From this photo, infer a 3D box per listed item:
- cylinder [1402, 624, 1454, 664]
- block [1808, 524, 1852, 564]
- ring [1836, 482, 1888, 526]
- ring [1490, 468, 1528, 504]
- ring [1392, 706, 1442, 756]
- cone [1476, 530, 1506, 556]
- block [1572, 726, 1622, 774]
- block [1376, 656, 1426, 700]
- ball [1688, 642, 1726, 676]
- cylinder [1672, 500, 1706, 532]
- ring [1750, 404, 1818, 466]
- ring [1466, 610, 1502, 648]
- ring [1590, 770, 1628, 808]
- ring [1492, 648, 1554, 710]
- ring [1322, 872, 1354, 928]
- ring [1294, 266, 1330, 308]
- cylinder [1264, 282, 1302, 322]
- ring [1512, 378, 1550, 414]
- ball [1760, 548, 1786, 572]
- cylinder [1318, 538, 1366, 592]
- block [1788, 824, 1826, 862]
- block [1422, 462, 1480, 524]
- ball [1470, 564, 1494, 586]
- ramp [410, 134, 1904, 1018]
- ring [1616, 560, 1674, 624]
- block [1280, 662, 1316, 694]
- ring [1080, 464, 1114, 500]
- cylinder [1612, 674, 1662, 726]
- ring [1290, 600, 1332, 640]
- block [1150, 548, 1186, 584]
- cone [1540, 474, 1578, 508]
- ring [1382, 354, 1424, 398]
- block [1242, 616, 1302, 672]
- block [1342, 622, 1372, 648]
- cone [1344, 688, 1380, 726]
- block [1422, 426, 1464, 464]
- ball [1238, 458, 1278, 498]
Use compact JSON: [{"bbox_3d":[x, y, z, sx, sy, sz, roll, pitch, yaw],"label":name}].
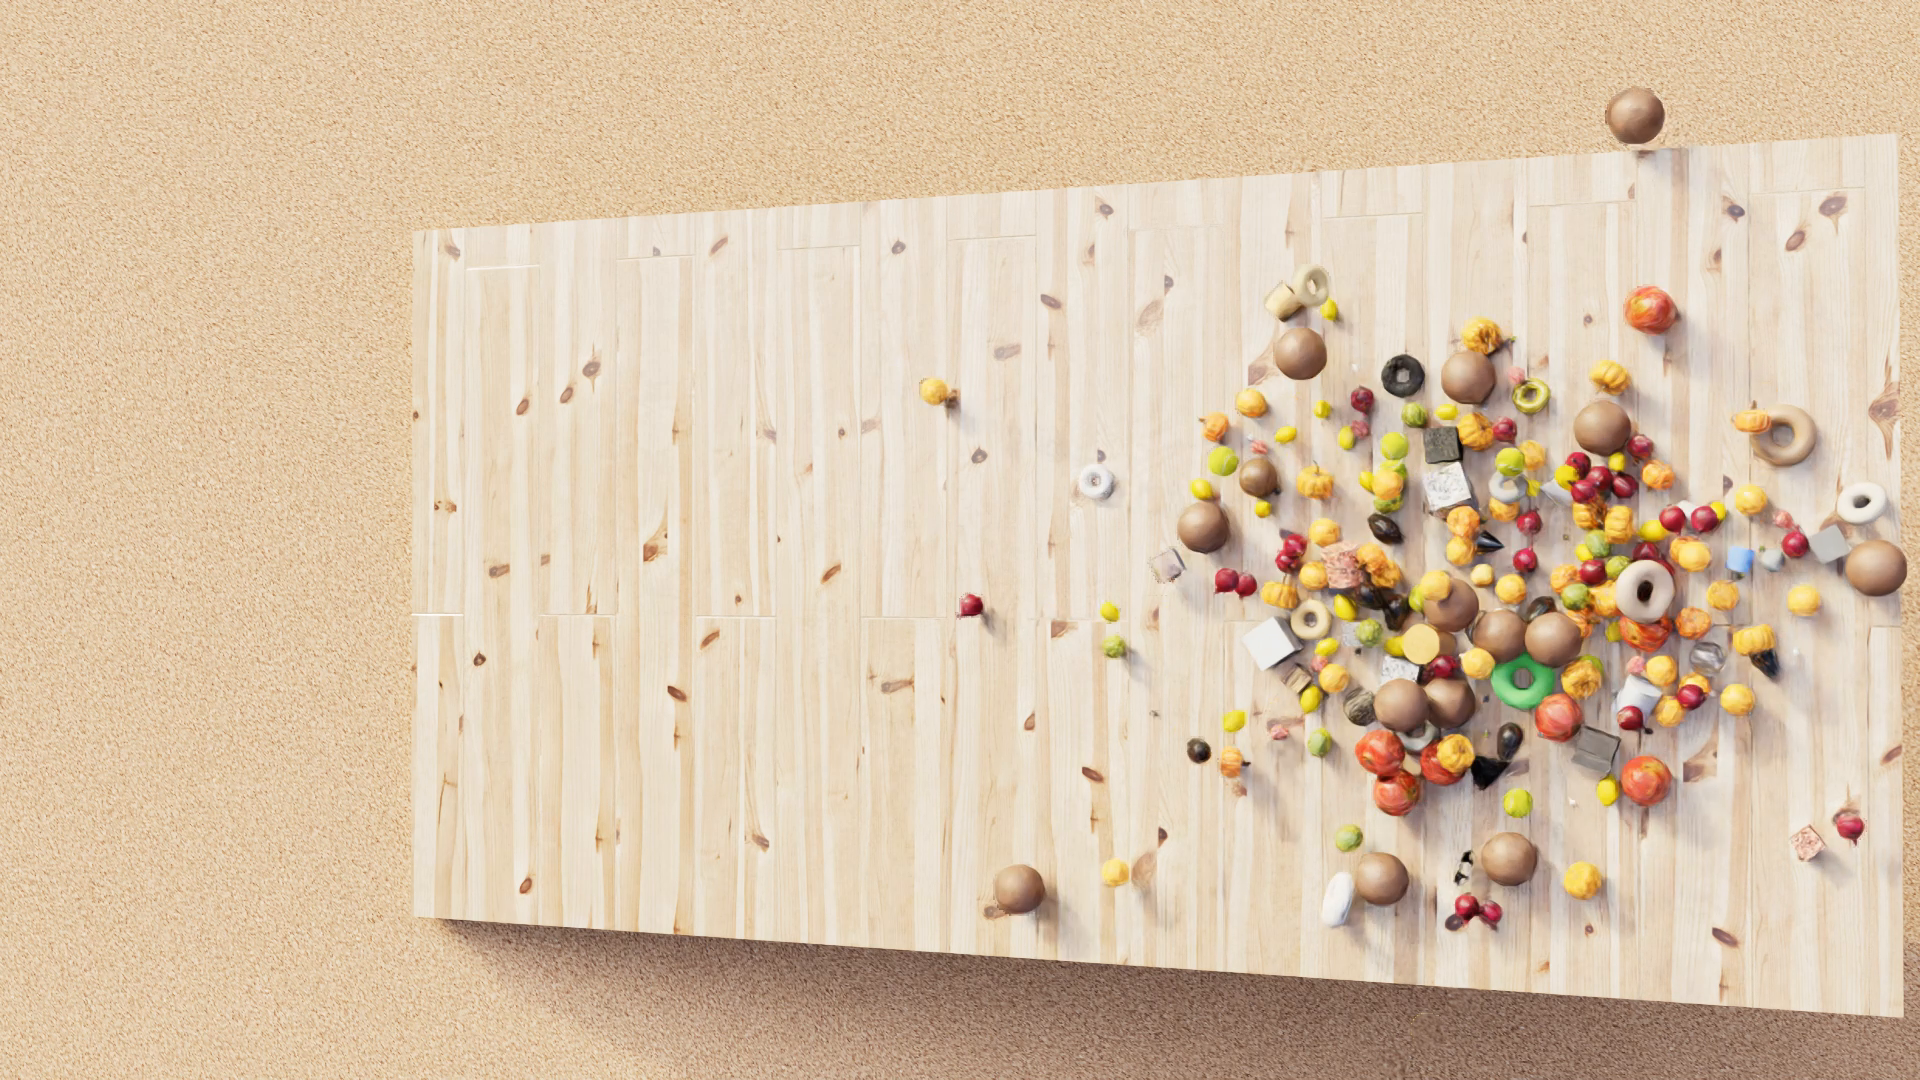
[{"bbox_3d":[1.129,0.250,5.299,0.095,0.095,0.095,0,90,34],"label":"cylinder"},{"bbox_3d":[1.975,0.011,4.998,0.070,0.070,0.070,-29,79,19],"label":"block"},{"bbox_3d":[2.038,-0.082,4.967,0.112,0.112,0.037,-43,128,-1],"label":"ring"},{"bbox_3d":[1.304,-0.130,5.226,0.092,0.031,0.092,-11,61,21],"label":"ring"},{"bbox_3d":[1.110,0.464,5.342,0.120,0.040,0.120,1,93,17],"label":"ring"},{"bbox_3d":[1.276,0.012,5.248,0.063,0.063,0.063,12,89,39],"label":"cone"},{"bbox_3d":[1.496,0.493,5.170,0.084,0.084,0.084,21,97,20],"label":"block"},{"bbox_3d":[1.071,0.333,5.337,0.084,0.084,0.084,17,95,21],"label":"block"},{"bbox_3d":[1.728,0.275,5.084,0.081,0.081,0.081,0,89,0],"label":"ball"},{"bbox_3d":[1.694,-0.055,5.108,0.057,0.057,0.057,29,89,31],"label":"cylinder"},{"bbox_3d":[1.890,-0.240,5.046,0.144,0.048,0.144,0,91,21],"label":"ring"},{"bbox_3d":[1.259,0.214,5.284,0.090,0.030,0.090,0,92,3],"label":"ring"},{"bbox_3d":[1.531,0.588,5.187,0.091,0.030,0.091,0,93,-7],"label":"ring"},{"bbox_3d":[1.344,0.330,5.249,0.149,0.050,0.149,0,90,21],"label":"ring"},{"bbox_3d":[0.920,0.877,5.355,0.047,0.142,0.142,20,89,8],"label":"ring"},{"bbox_3d":[0.843,-0.607,5.272,0.104,0.035,0.104,4,82,-31],"label":"ring"},{"bbox_3d":[0.804,-0.589,5.458,0.071,0.071,0.071,-44,89,18],"label":"cylinder"},{"bbox_3d":[1.364,-0.343,5.251,0.091,0.030,0.091,-10,66,23],"label":"ring"},{"bbox_3d":[1.867,0.046,5.047,0.054,0.054,0.054,0,89,0],"label":"ball"},{"bbox_3d":[0.934,0.061,5.366,0.091,0.091,0.091,-29,118,0],"label":"cylinder"},{"bbox_3d":[1.931,0.689,5.013,0.057,0.057,0.057,-41,76,16],"label":"block"},{"bbox_3d":[1.179,-0.113,5.281,0.096,0.096,0.096,-21,64,20],"label":"block"},{"bbox_3d":[1.255,0.084,5.284,0.055,0.055,0.055,0,89,0],"label":"ball"},{"bbox_3d":[0.282,0.088,5.744,4.000,0.100,2.000,0,89,21],"label":"ramp"},{"bbox_3d":[1.571,0.119,5.045,0.148,0.049,0.148,-1,94,-15],"label":"ring"},{"bbox_3d":[0.836,0.343,5.443,0.055,0.055,0.055,43,104,16],"label":"block"},{"bbox_3d":[0.351,-0.150,5.651,0.093,0.031,0.093,0,91,21],"label":"ring"},{"bbox_3d":[1.577,0.373,5.126,0.085,0.085,0.085,21,118,0],"label":"cylinder"},{"bbox_3d":[0.868,0.198,5.444,0.103,0.034,0.103,0,90,21],"label":"ring"},{"bbox_3d":[0.523,0.064,5.532,0.064,0.064,0.064,-26,85,-5],"label":"block"},{"bbox_3d":[1.400,-0.121,5.197,0.082,0.082,0.082,6,89,-27],"label":"cone"},{"bbox_3d":[1.081,-0.401,5.369,0.105,0.035,0.105,0,90,20],"label":"ring"},{"bbox_3d":[0.773,0.256,5.446,0.097,0.097,0.097,-35,77,17],"label":"block"},{"bbox_3d":[0.972,0.231,5.390,0.059,0.059,0.059,-3,88,21],"label":"block"},{"bbox_3d":[0.972,0.411,5.370,0.092,0.092,0.092,0,89,21],"label":"cone"},{"bbox_3d":[1.167,-0.229,5.309,0.079,0.079,0.079,-7,87,21],"label":"block"},{"bbox_3d":[0.741,-0.155,5.462,0.100,0.100,0.100,0,89,0],"label":"ball"}]
